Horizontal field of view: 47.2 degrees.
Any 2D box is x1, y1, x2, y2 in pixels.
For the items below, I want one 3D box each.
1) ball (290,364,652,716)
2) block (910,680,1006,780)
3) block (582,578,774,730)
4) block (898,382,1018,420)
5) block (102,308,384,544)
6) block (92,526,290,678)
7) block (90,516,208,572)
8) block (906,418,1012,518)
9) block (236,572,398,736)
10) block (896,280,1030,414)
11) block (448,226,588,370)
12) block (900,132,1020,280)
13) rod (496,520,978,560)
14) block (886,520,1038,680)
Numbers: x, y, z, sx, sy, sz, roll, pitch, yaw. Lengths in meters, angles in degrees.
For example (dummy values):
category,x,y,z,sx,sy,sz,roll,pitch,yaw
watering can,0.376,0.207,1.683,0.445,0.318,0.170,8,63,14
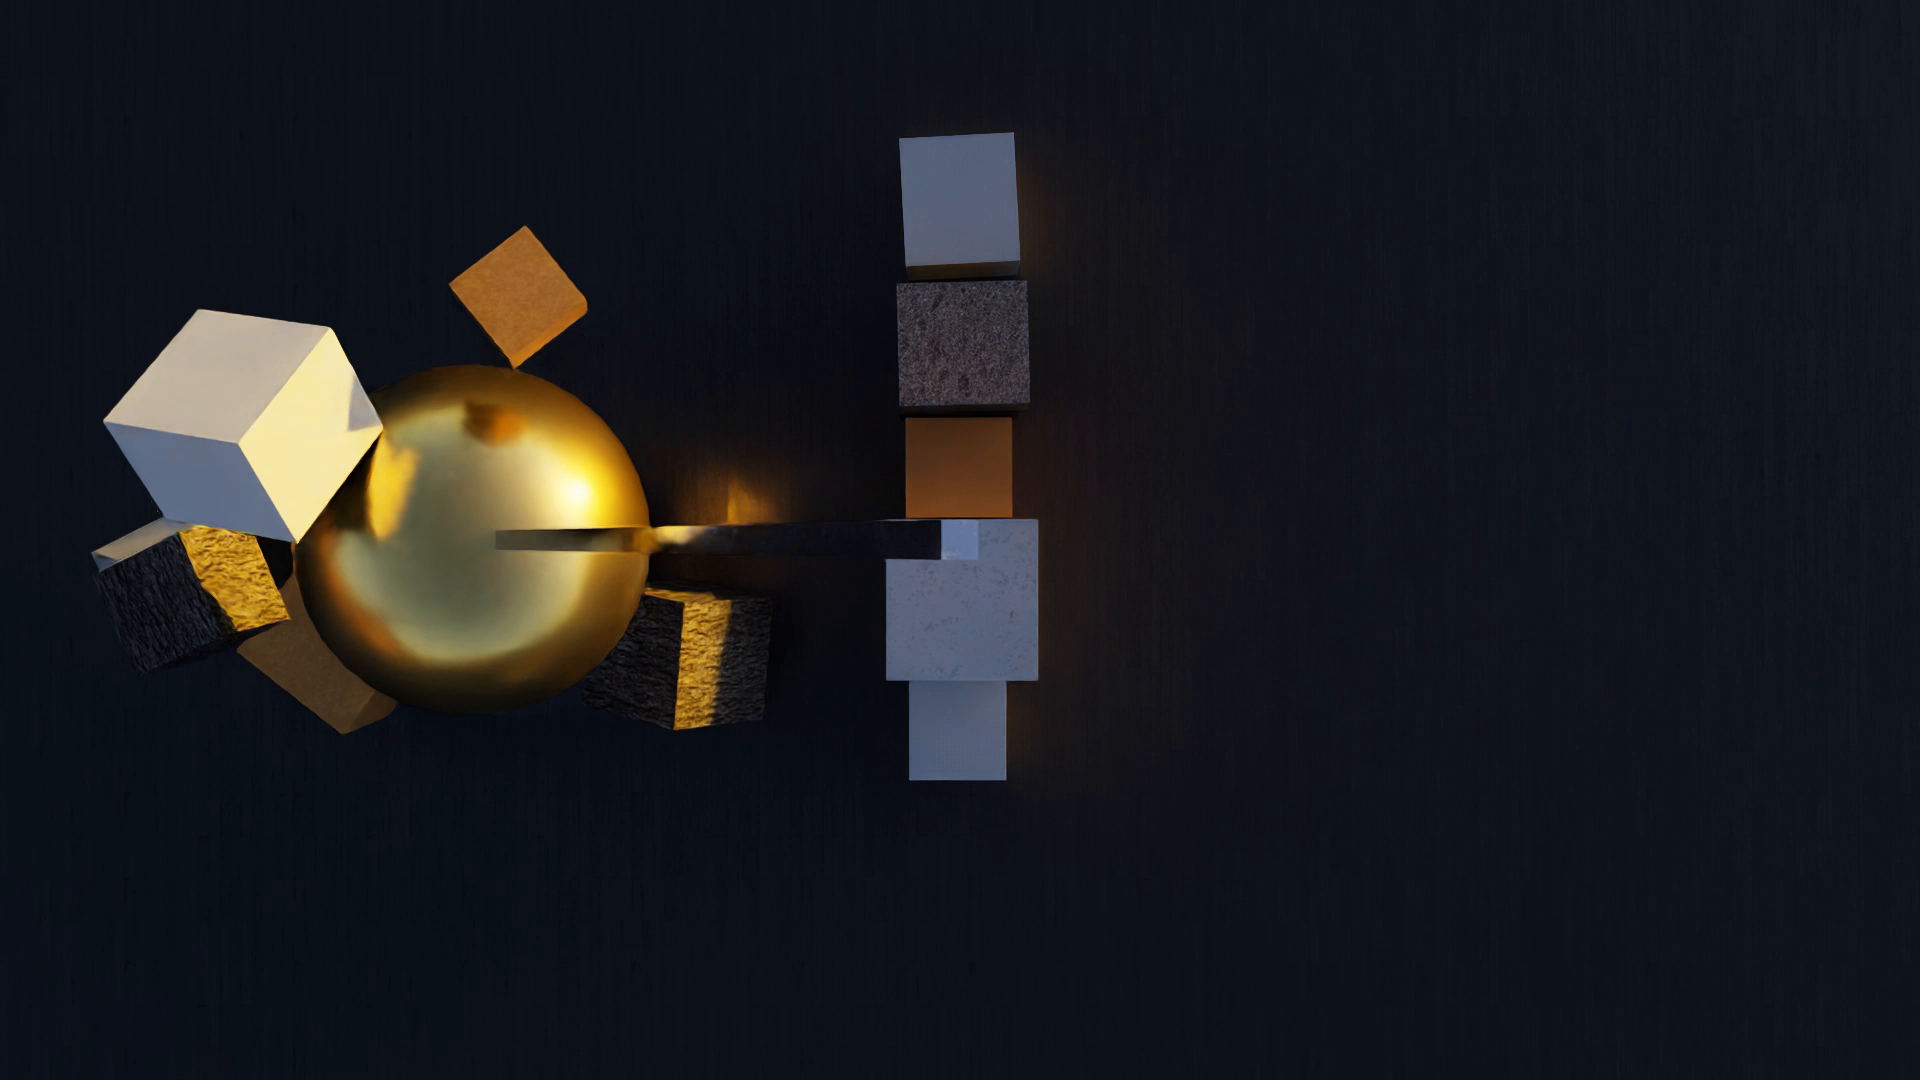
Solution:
category,x,y,z,sx,sy,sz,roll,pitch,yaw
ball,-2.209,0.000,9.992,1.600,1.600,1.600,0,90,0
block,-0.013,1.075,12.732,0.550,0.535,0.574,0,90,0
block,-1.599,0.631,12.460,0.743,0.705,0.702,10,97,38
block,-0.012,-1.037,12.686,0.672,0.629,0.664,0,90,0
block,-2.958,-0.480,9.130,0.693,0.578,0.684,9,50,22
block,-3.857,0.290,11.054,0.571,0.551,0.548,-24,89,20
block,-4.505,0.198,12.519,0.538,0.496,0.501,-33,117,-35
block,-0.006,-0.407,12.666,0.597,0.668,0.562,0,90,0
block,-3.491,0.546,12.588,0.764,0.721,0.719,38,97,2
block,0.018,-1.049,12.042,0.696,0.658,0.654,-1,90,0
block,-1.874,-1.028,9.356,0.407,0.353,0.398,-39,93,-8
block,-0.001,-1.909,12.662,0.643,0.677,0.719,-3,90,0
rod,-0.957,0.000,6.831,0.080,5.200,0.080,0,90,-22
block,0.012,0.331,12.593,0.842,0.814,0.894,0,90,0
